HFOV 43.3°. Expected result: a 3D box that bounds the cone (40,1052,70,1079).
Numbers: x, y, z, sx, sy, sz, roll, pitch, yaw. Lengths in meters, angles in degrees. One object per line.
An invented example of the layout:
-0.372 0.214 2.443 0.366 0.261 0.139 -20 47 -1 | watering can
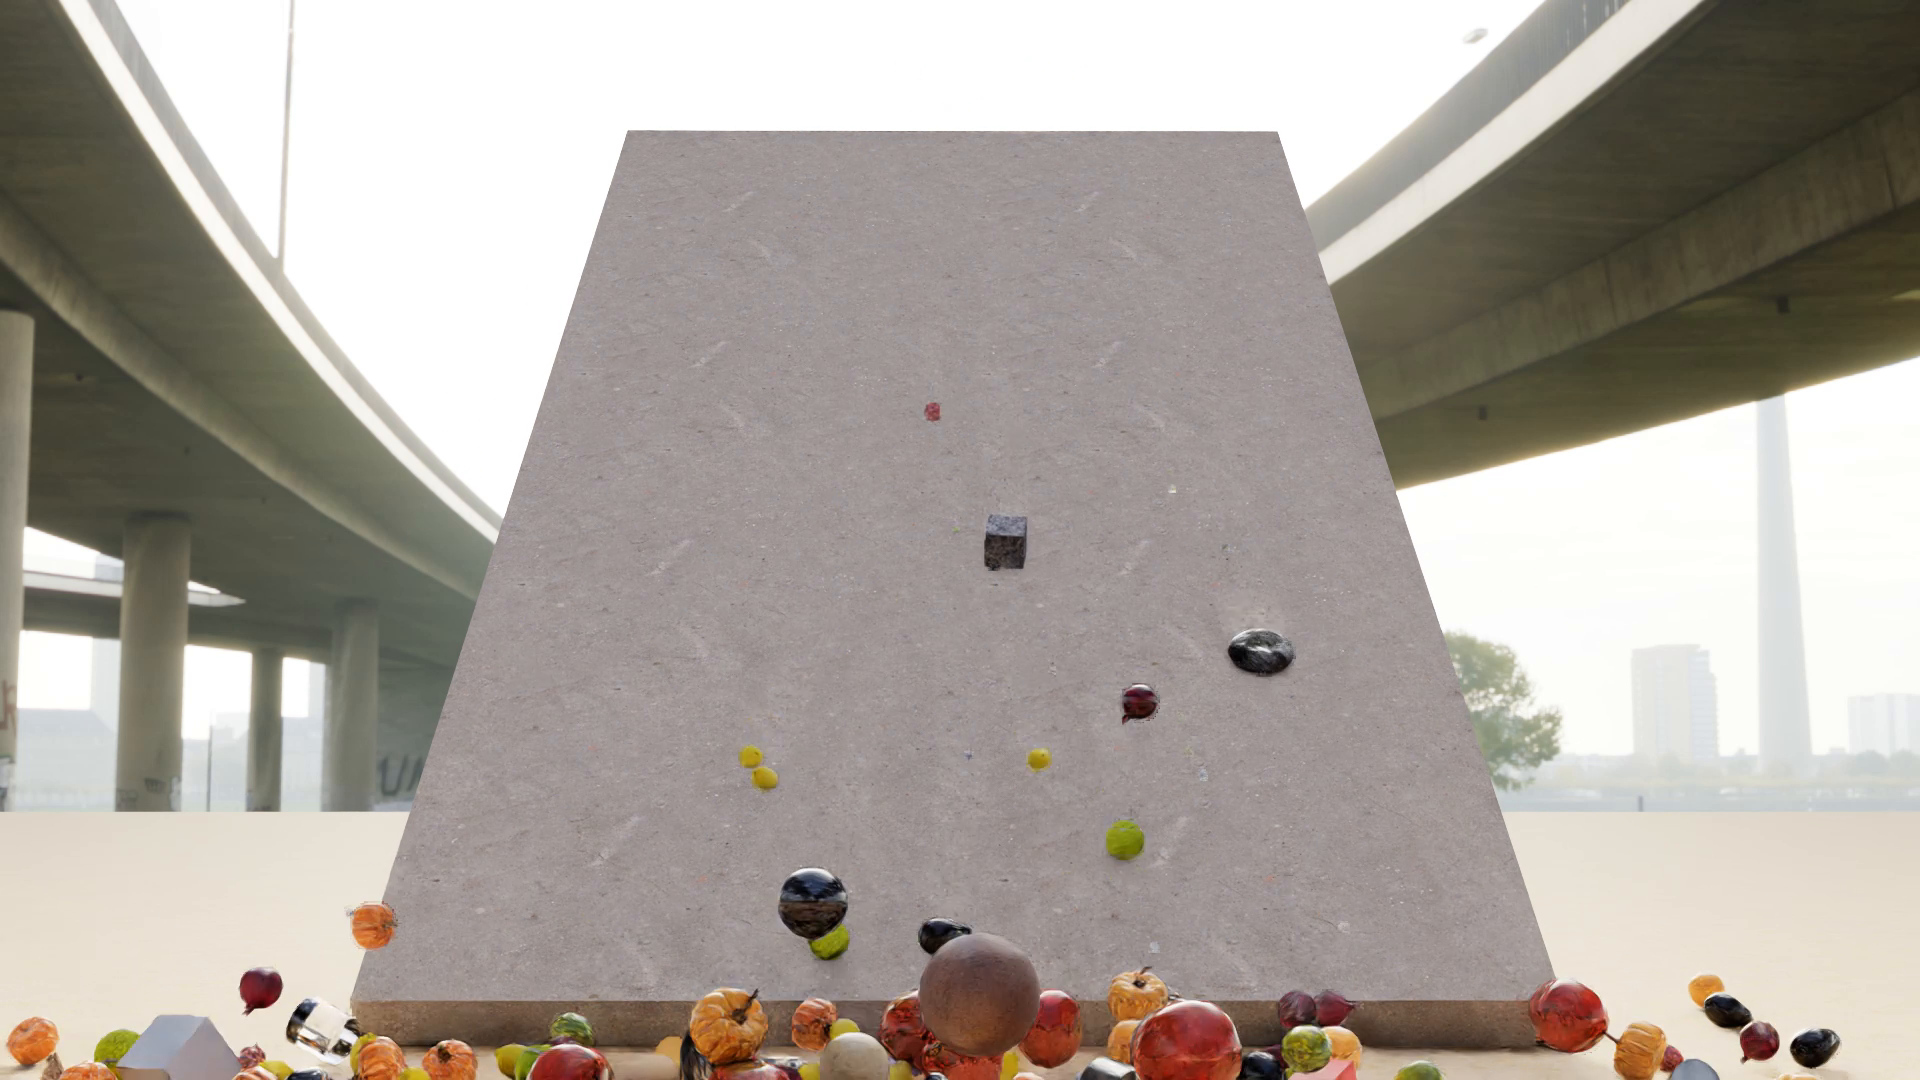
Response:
-1.152 0.694 3.075 0.089 0.089 0.089 1 -7 0 | cone

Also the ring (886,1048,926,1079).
-0.107 0.778 3.597 0.112 0.037 0.112 0 -5 0 | ring

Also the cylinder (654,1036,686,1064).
-0.402 0.744 3.471 0.052 0.052 0.052 -3 -28 25 | cylinder

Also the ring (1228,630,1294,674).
0.604 0.224 4.865 0.131 0.044 0.131 1 30 -1 | ring

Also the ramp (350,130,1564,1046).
-0.013 -0.207 5.740 2.000 0.100 4.000 0 30 0 | ramp

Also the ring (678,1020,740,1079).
-0.331 0.694 3.206 0.039 0.116 0.116 4 -4 29 | ring

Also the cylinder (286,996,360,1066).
-0.940 0.724 3.574 0.076 0.076 0.076 23 1 19 | cylinder

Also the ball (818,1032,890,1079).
-0.124 0.621 2.845 0.084 0.084 0.084 0 -6 0 | ball

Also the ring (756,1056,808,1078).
-0.265 0.785 3.608 0.078 0.026 0.078 1 -6 0 | ring

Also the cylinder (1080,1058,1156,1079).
0.199 0.689 3.008 0.077 0.077 0.077 3 -1 -28 | cylinder

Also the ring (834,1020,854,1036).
-0.153 0.715 3.431 0.026 0.078 0.078 -33 -2 -8 | ring

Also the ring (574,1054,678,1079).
-0.465 0.749 3.384 0.149 0.050 0.149 -1 -6 0 | ring

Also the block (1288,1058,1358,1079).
0.458 0.695 3.038 0.062 0.062 0.062 -5 15 38 | block

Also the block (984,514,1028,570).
0.099 0.004 5.198 0.082 0.082 0.082 4 30 6 | block

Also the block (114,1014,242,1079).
-0.984 0.664 3.051 0.090 0.090 0.090 -5 33 31 | block

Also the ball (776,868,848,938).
-0.200 0.492 3.283 0.096 0.096 0.096 0 -6 0 | ball
